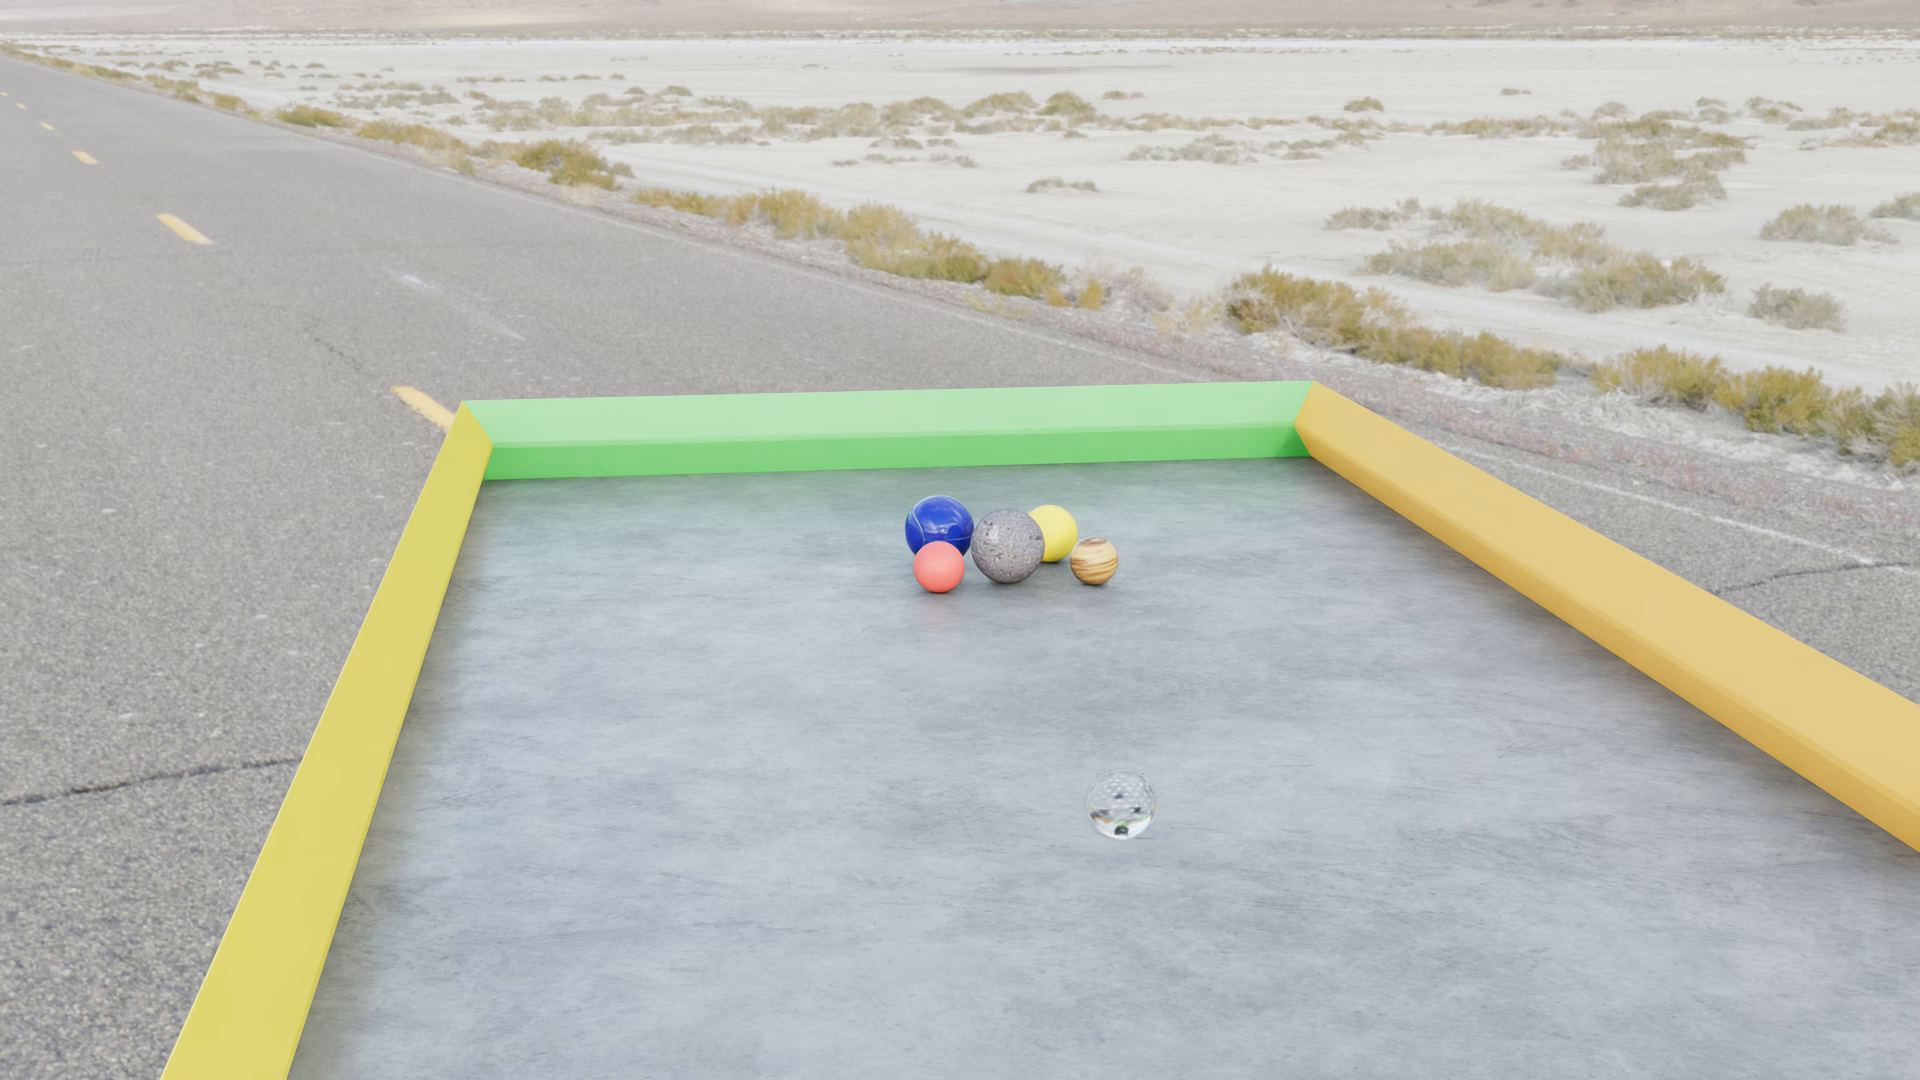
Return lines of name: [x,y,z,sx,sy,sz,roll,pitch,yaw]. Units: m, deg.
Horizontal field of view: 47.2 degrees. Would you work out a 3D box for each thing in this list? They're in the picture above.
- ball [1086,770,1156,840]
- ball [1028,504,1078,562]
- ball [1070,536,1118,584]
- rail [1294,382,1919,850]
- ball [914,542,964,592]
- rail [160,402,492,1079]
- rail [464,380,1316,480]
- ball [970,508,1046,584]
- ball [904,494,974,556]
ball: [0.138,0.226,1.877,0.059,0.059,0.059,0,13,0]
ball: [0.115,-0.008,2.826,0.074,0.074,0.074,0,13,0]
ball: [0.165,0.025,2.714,0.060,0.060,0.060,0,13,0]
rail: [0.725,0.106,2.242,0.045,0.120,2.605,-2,14,-8]
ball: [-0.026,0.033,2.678,0.063,0.063,0.063,0,13,0]
rail: [-0.539,0.148,2.065,0.045,0.120,2.605,-2,14,-8]
rail: [-0.089,-0.167,3.384,1.325,0.120,0.045,-2,14,-8]
ball: [0.059,0.007,2.720,0.092,0.092,0.092,0,13,0]
ball: [-0.026,-0.013,2.808,0.090,0.090,0.090,0,13,0]
